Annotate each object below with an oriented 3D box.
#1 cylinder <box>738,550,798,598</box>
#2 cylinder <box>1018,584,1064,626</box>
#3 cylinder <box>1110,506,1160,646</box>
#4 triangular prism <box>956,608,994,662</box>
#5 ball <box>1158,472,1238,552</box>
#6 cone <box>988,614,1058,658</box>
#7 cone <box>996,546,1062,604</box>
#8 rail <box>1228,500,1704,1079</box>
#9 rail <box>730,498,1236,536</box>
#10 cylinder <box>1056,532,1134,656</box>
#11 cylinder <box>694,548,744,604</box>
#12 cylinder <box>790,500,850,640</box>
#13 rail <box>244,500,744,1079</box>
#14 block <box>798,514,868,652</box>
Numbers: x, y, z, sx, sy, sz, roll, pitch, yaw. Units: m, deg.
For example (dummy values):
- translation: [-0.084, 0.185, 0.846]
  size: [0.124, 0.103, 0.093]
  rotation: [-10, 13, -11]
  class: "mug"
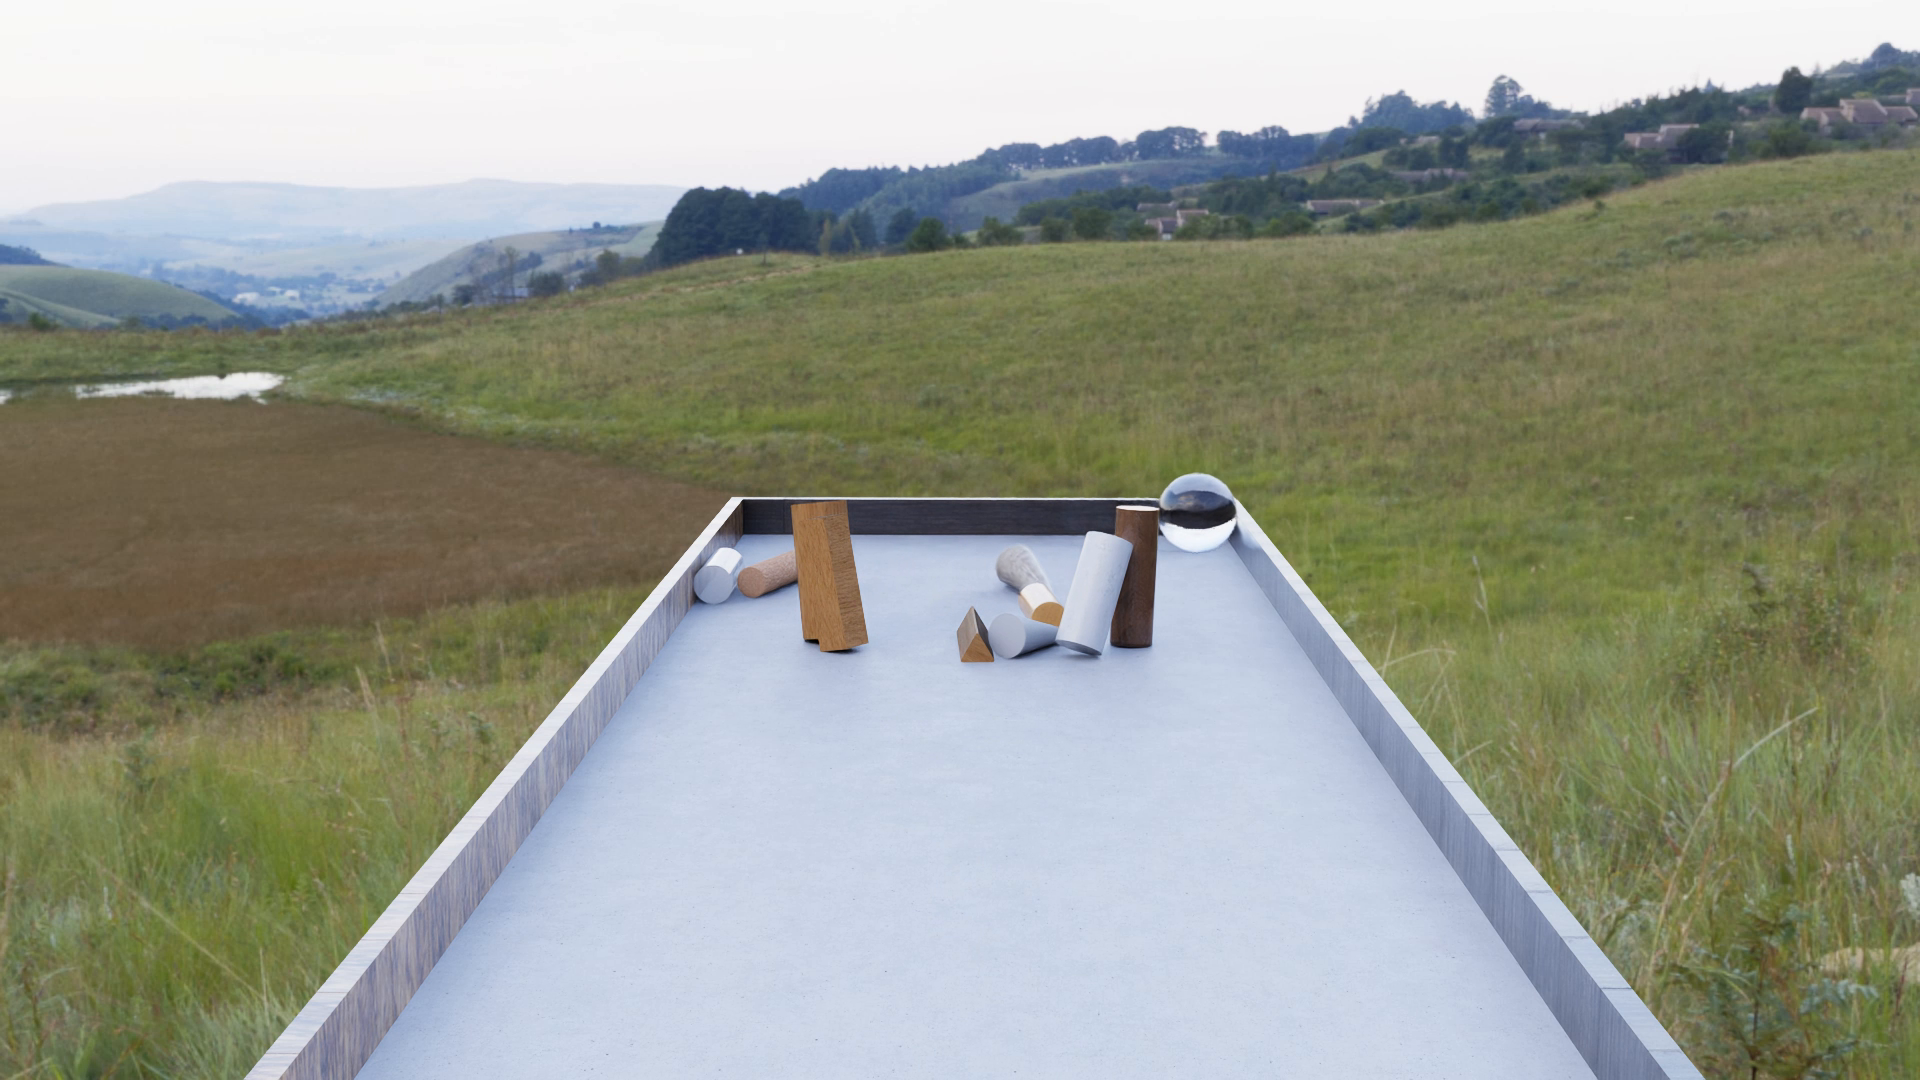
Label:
- translation: [-0.664, 0.119, 7.908]
  size: [0.110, 0.110, 0.406]
  rotation: [3, 10, 19]
  class: "cylinder"
- translation: [0.270, 0.230, 7.174]
  size: [0.119, 0.119, 0.340]
  rotation: [-1, 9, -6]
  class: "cylinder"
- translation: [0.548, 0.113, 6.905]
  size: [0.135, 0.429, 0.135]
  rotation: [2, 7, 0]
  class: "cylinder"
- translation: [0.046, 0.290, 6.883]
  size: [0.101, 0.087, 0.447]
  rotation: [-1, 9, -2]
  class: "triangular prism"
- translation: [0.935, -0.107, 8.679]
  size: [0.315, 0.315, 0.315]
  rotation: [0, 9, 0]
  class: "ball"
- translation: [0.273, 0.298, 6.910]
  size: [0.137, 0.137, 0.452]
  rotation: [6, 2, 35]
  class: "cone"
- translation: [0.278, 0.162, 7.747]
  size: [0.154, 0.154, 0.455]
  rotation: [-3, 19, -20]
  class: "cone"
- translation: [1.046, 0.843, 3.208]
  size: [0.050, 0.150, 12.000]
  rotation: [0, 9, 1]
  class: "rail"
- translation: [0.099, -0.098, 9.147]
  size: [2.100, 0.150, 0.050]
  rotation: [0, 9, 1]
  class: "rail"
- translation: [0.412, 0.164, 6.754]
  size: [0.150, 0.352, 0.150]
  rotation: [16, -12, 3]
  class: "cylinder"
- translation: [-0.851, 0.125, 7.789]
  size: [0.136, 0.136, 0.374]
  rotation: [0, 9, 1]
  class: "cylinder"
- translation: [-0.429, 0.093, 6.984]
  size: [0.179, 0.426, 0.179]
  rotation: [-5, 1, 0]
  class: "cylinder"
- translation: [-1.004, 0.839, 3.234]
  size: [0.050, 0.150, 12.000]
  rotation: [0, 9, 1]
  class: "rail"
- translation: [-0.392, 0.131, 6.822]
  size: [0.108, 0.410, 0.108]
  rotation: [-8, 3, 38]
  class: "block"
